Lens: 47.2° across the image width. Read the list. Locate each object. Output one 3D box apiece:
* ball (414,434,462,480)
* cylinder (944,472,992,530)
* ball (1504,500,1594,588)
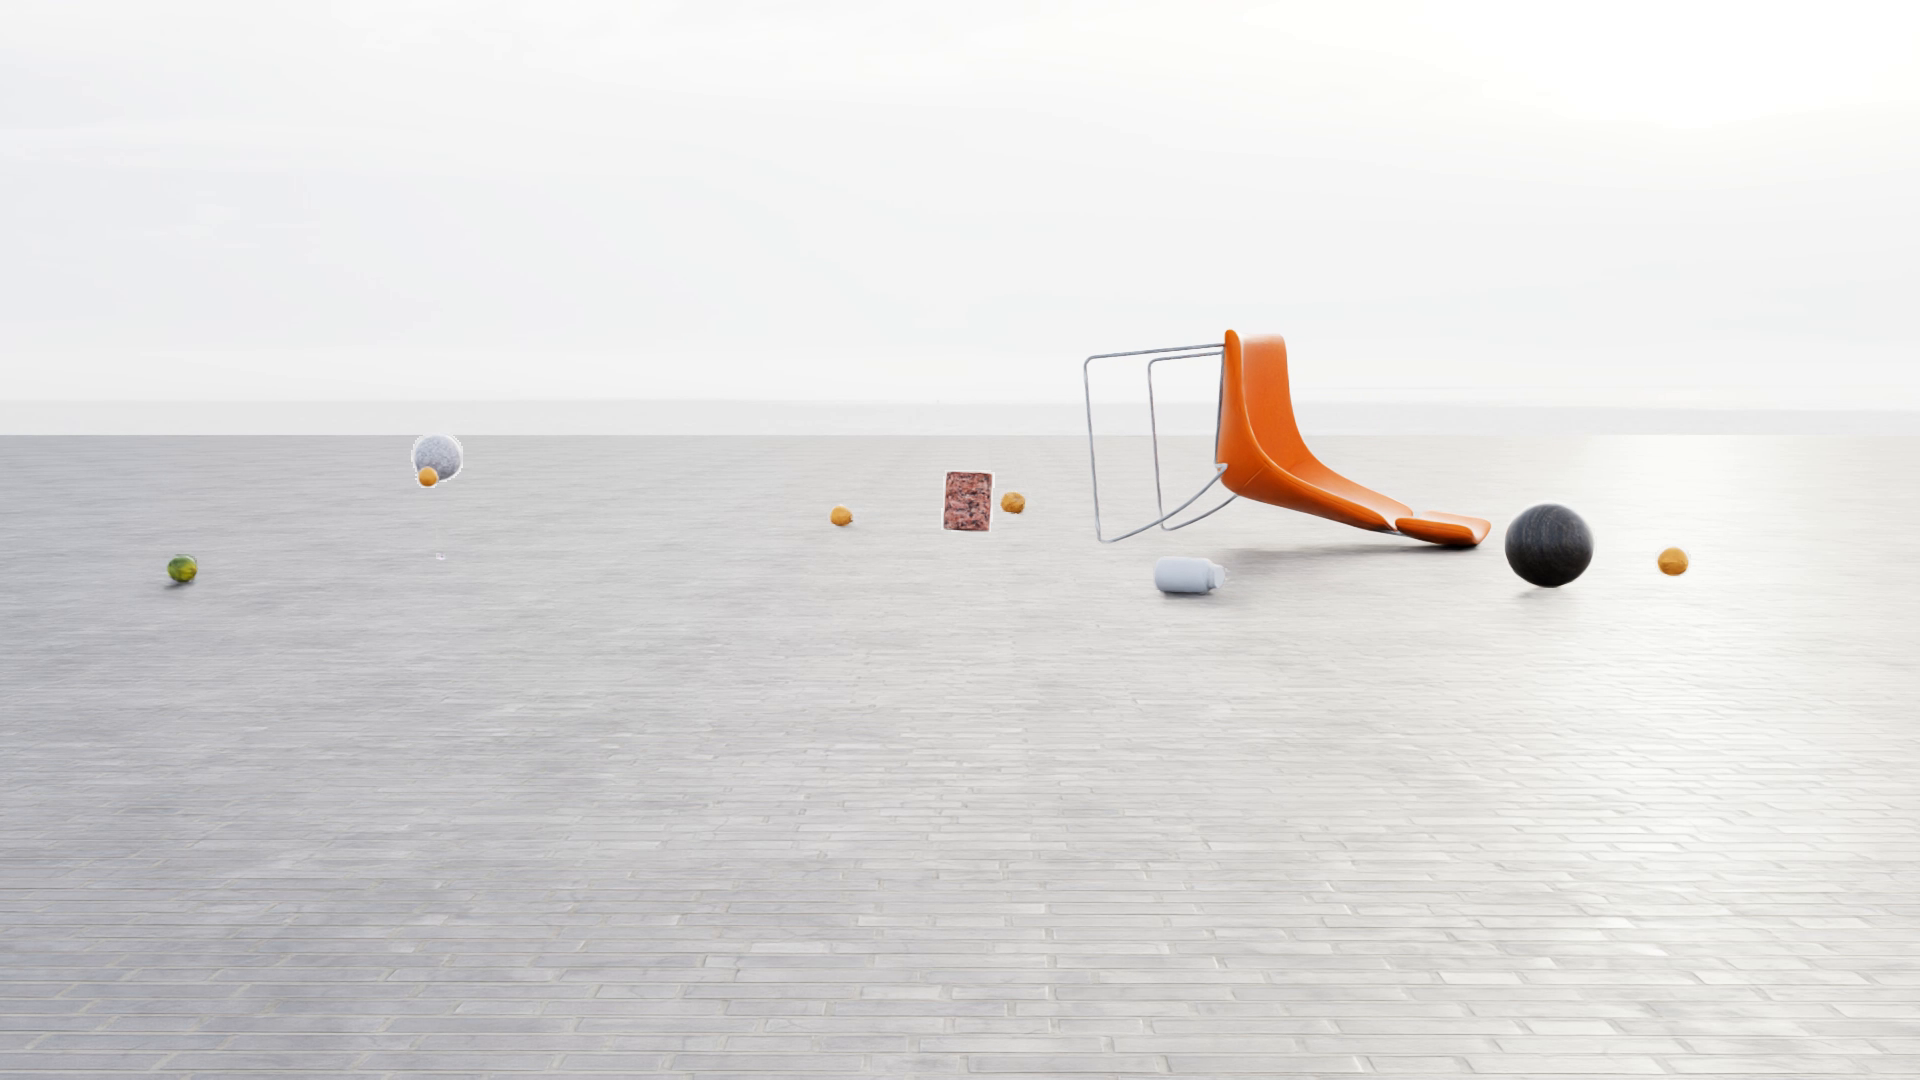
[{"bbox_3d":[-1.961,-0.313,8.256,0.177,0.177,0.177,0,4,0],"label":"ball"},{"bbox_3d":[0.022,-0.112,6.299,0.138,0.163,0.088,3,-2,21],"label":"cylinder"},{"bbox_3d":[1.331,0.010,4.968,0.197,0.197,0.197,0,4,0],"label":"ball"}]
